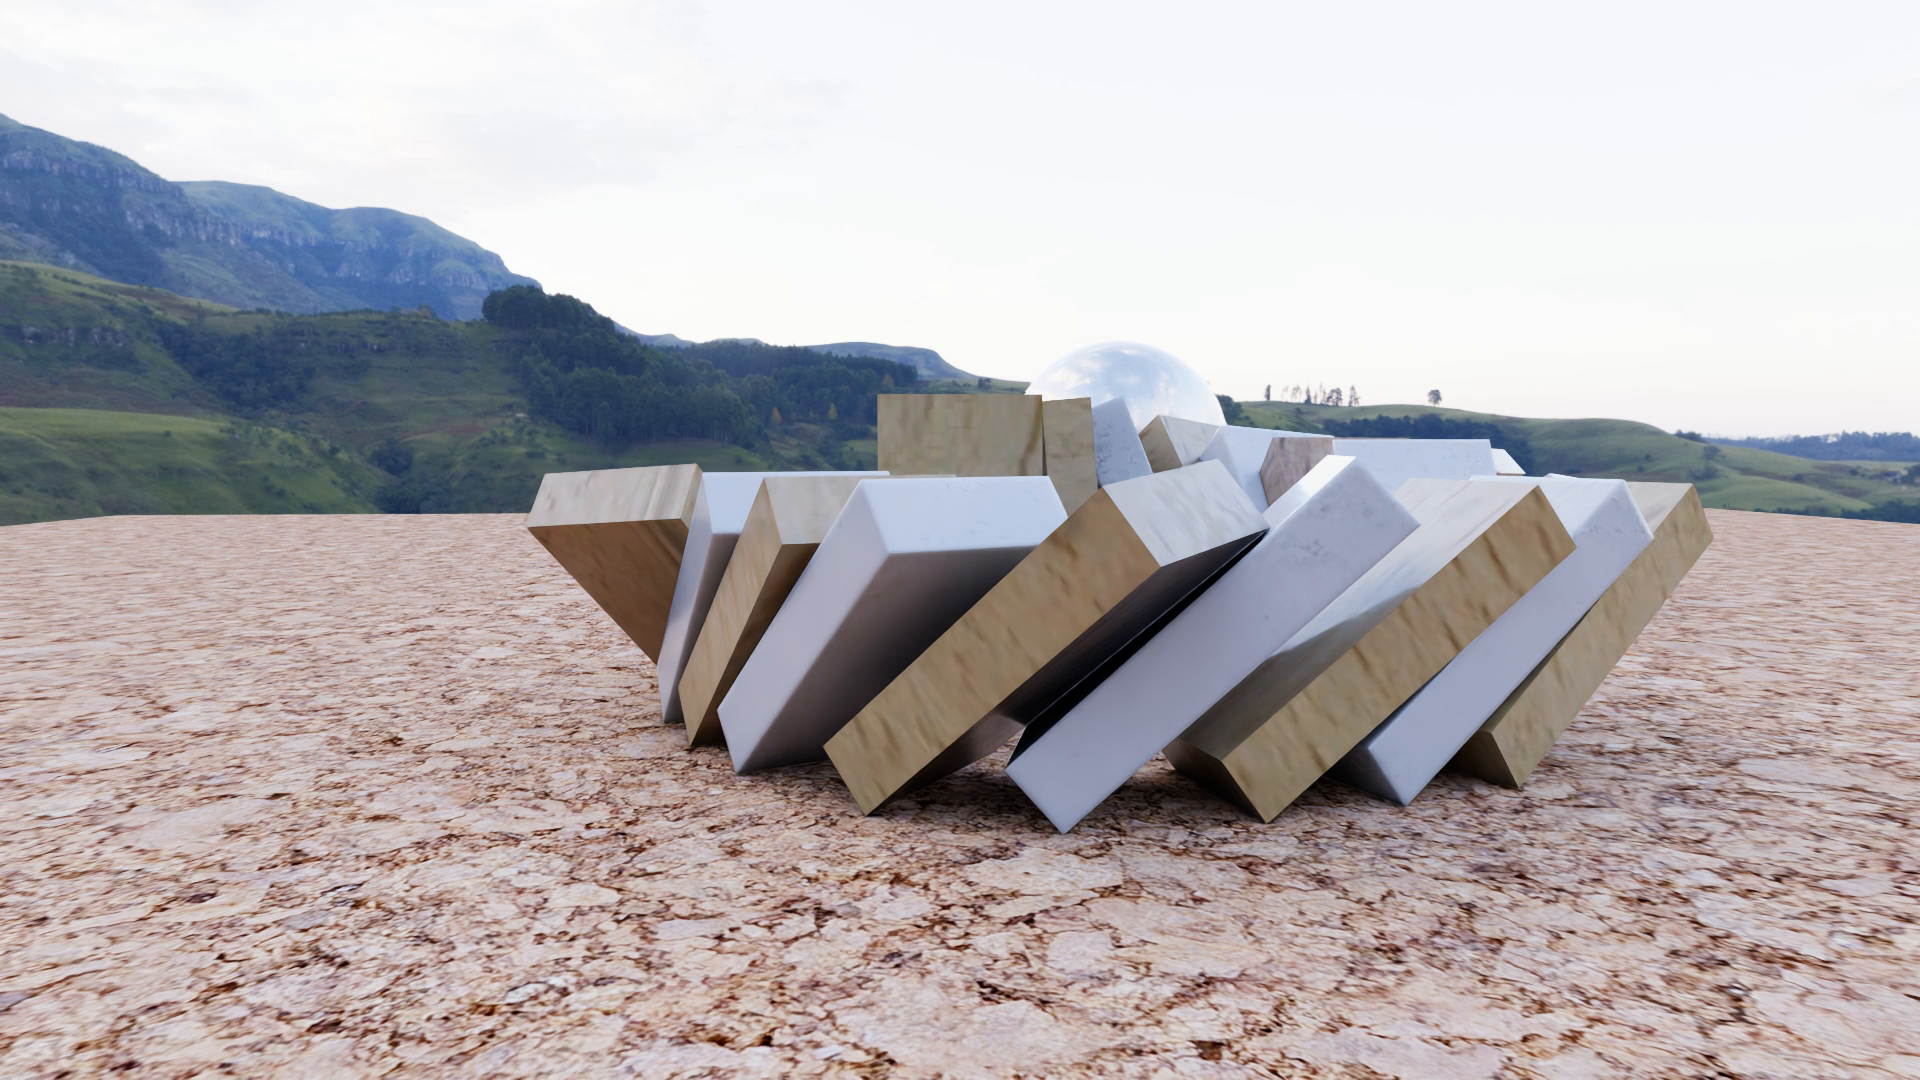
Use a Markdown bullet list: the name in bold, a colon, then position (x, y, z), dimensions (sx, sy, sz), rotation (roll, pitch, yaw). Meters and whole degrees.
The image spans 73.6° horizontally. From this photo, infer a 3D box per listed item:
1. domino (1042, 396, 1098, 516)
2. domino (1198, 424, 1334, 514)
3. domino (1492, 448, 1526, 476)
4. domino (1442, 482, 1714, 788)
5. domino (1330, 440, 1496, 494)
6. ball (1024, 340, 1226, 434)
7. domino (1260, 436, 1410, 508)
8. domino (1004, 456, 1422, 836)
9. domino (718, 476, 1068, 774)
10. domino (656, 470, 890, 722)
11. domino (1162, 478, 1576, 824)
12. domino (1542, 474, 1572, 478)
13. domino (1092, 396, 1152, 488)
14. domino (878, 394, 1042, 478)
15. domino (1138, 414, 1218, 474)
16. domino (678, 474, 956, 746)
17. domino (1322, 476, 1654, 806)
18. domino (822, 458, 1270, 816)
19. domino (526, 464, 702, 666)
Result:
- **domino**: position (0.016, 0.000, 0.235), dimensions (0.010, 0.050, 0.025), rotation (-7, 7, -21)
- **domino**: position (0.063, 0.002, 0.233), dimensions (0.025, 0.050, 0.009), rotation (3, -38, -19)
- **domino**: position (0.143, -0.007, 0.387), dimensions (0.025, 0.010, 0.050), rotation (-3, -37, -50)
- **domino**: position (0.078, 0.011, 0.177), dimensions (0.050, 0.010, 0.025), rotation (-42, 23, -21)
- **domino**: position (0.073, 0.006, 0.202), dimensions (0.025, 0.050, 0.010), rotation (1, -38, 8)
- **ball**: position (0.058, -0.033, 0.469), dimensions (0.080, 0.080, 0.080), rotation (0, 4, 0)
- **domino**: position (0.069, 0.004, 0.218), dimensions (0.025, 0.050, 0.010), rotation (0, -38, -5)
- **domino**: position (0.028, 0.011, 0.148), dimensions (0.050, 0.010, 0.025), rotation (-43, -3, 10)
- **domino**: position (-0.009, 0.011, 0.157), dimensions (0.025, 0.010, 0.050), rotation (-3, -34, -34)
- **domino**: position (-0.027, 0.009, 0.184), dimensions (0.025, 0.009, 0.050), rotation (-2, -34, -23)
- **domino**: position (0.048, 0.012, 0.159), dimensions (0.050, 0.009, 0.025), rotation (-39, 13, -9)
- **domino**: position (0.152, -0.002, 0.368), dimensions (0.025, 0.009, 0.050), rotation (2, -28, -47)
- **domino**: position (0.034, -0.001, 0.242), dimensions (0.009, 0.050, 0.025), rotation (-21, 0, 3)
- **domino**: position (0.000, 0.002, 0.201), dimensions (0.025, 0.050, 0.009), rotation (0, 4, 0)
- **domino**: position (0.053, 0.000, 0.247), dimensions (0.025, 0.050, 0.009), rotation (6, -37, -38)
- **domino**: position (-0.019, 0.010, 0.170), dimensions (0.025, 0.010, 0.050), rotation (-2, -34, -27)
- **domino**: position (0.063, 0.011, 0.167), dimensions (0.050, 0.009, 0.025), rotation (-41, 18, -16)
- **domino**: position (0.009, 0.011, 0.144), dimensions (0.025, 0.009, 0.050), rotation (-15, -25, -52)
- **domino**: position (-0.043, 0.007, 0.203), dimensions (0.025, 0.010, 0.050), rotation (-3, -34, 17)
